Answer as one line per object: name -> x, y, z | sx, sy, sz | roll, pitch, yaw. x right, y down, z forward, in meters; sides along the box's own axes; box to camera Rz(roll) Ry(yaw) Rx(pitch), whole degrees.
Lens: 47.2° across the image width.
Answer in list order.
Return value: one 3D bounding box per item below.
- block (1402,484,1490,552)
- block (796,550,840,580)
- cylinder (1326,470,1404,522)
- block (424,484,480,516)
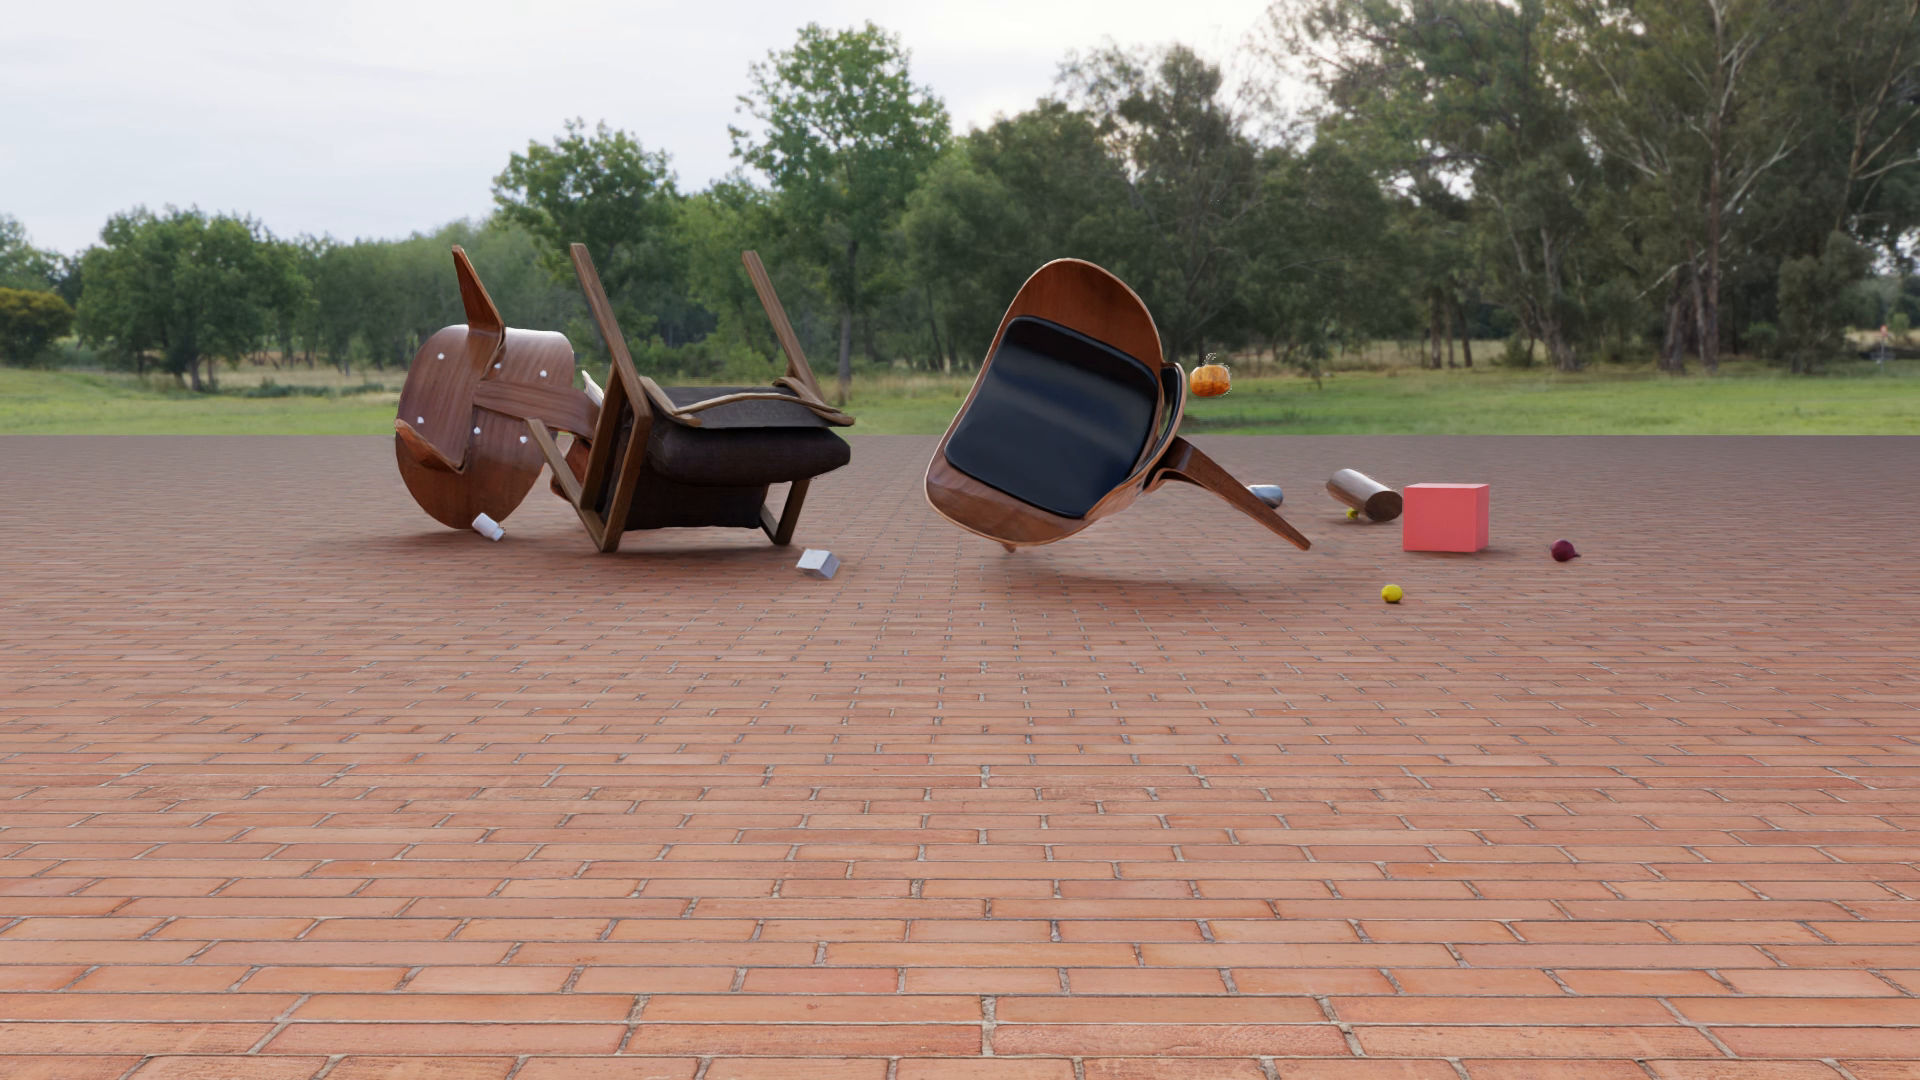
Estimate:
block -> 1.377, -0.066, 6.222 | 0.199, 0.176, 0.276 | 1, 4, 21
block -> -0.335, 0.058, 5.205 | 0.090, 0.051, 0.043 | 5, -32, 48
cylinder -> 1.379, -0.151, 7.487 | 0.163, 0.112, 0.225 | 5, 18, -29
block -> -1.823, -0.146, 7.891 | 0.144, 0.102, 0.172 | -2, 4, 6
